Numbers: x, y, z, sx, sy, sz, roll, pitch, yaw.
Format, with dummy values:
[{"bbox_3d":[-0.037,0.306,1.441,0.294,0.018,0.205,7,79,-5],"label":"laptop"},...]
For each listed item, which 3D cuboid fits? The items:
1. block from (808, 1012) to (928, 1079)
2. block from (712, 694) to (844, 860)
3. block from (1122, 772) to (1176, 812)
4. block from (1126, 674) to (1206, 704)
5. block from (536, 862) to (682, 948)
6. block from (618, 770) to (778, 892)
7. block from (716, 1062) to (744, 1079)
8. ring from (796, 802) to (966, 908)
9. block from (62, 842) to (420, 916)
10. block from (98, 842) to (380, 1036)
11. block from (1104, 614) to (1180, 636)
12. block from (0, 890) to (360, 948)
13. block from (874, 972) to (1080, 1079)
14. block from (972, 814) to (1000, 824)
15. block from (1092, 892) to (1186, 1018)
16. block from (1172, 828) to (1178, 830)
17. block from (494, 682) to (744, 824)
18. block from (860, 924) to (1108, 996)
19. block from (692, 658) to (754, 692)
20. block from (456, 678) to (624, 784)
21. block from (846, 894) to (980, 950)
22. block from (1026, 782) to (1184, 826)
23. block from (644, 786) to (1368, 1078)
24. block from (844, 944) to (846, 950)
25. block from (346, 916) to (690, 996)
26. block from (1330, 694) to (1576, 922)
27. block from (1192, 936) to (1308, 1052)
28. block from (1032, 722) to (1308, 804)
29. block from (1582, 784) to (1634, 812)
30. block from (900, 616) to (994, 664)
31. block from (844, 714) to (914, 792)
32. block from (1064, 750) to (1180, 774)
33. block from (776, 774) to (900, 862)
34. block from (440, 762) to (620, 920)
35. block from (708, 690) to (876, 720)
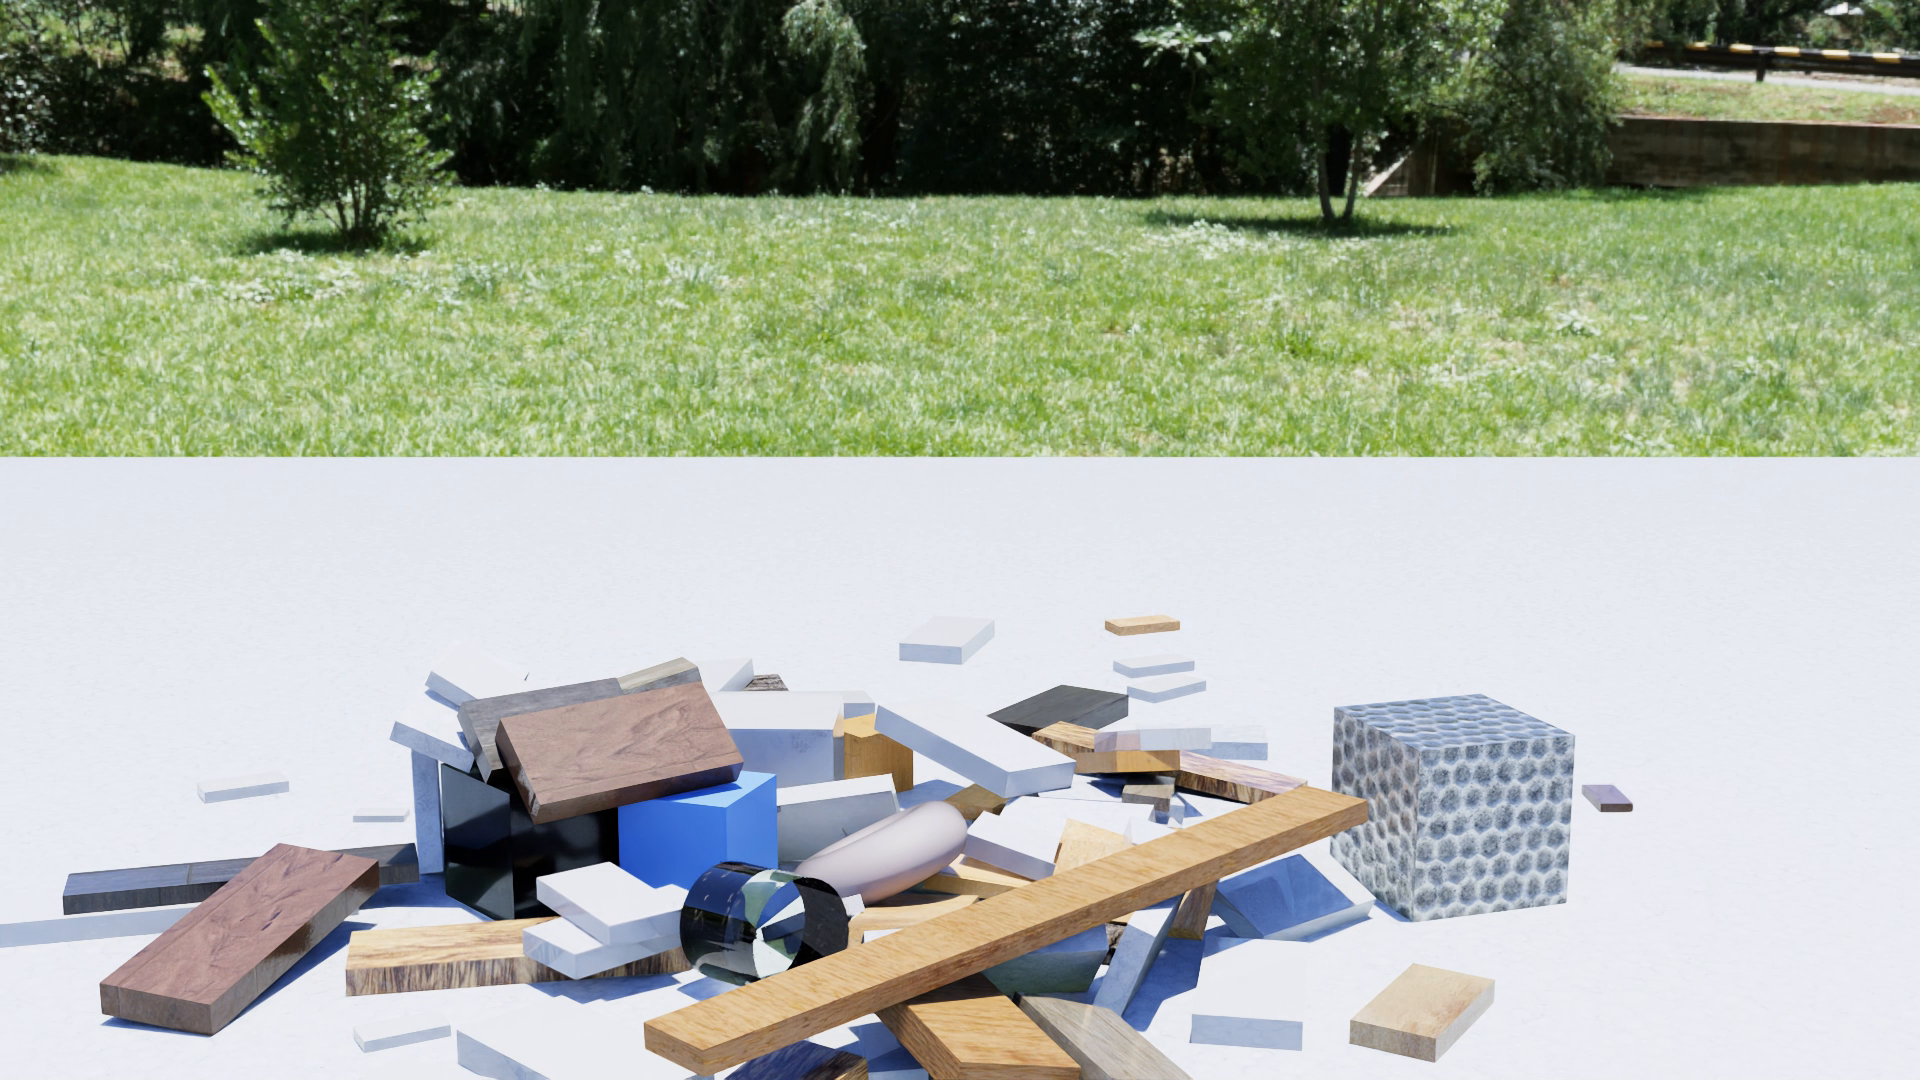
[{"bbox_3d":[-0.133,0.691,3.016,0.137,0.039,0.274,-2,11,-10],"label":"block"},{"bbox_3d":[-0.335,0.420,3.932,0.237,0.237,0.237,0,11,1],"label":"block"},{"bbox_3d":[0.347,0.462,4.035,0.086,0.024,0.173,7,8,8],"label":"block"},{"bbox_3d":[0.467,0.335,4.973,0.172,0.024,0.086,-9,14,-41],"label":"block"},{"bbox_3d":[-0.530,0.551,3.329,0.125,0.035,0.249,-8,14,-35],"label":"block"},{"bbox_3d":[-0.431,0.498,3.635,0.194,0.194,0.194,4,11,19],"label":"block"},{"bbox_3d":[-0.286,0.702,2.946,0.061,0.017,0.122,1,23,8],"label":"block"},{"bbox_3d":[-0.131,0.516,3.536,0.308,0.103,0.308,-26,-2,-1],"label":"ring"},{"bbox_3d":[-1.164,0.550,3.582,0.545,0.032,0.113,-3,11,-17],"label":"block"},{"bbox_3d":[-1.074,0.592,3.317,0.178,0.050,0.466,7,19,14],"label":"block"},{"bbox_3d":[0.465,0.217,5.609,0.172,0.024,0.086,-4,11,-23],"label":"block"},{"bbox_3d":[-1.637,0.611,3.451,1.338,0.039,0.138,-3,11,-16],"label":"block"},{"bbox_3d":[0.001,0.639,2.896,0.172,0.049,0.345,9,9,-27],"label":"block"},{"bbox_3d":[0.133,0.514,4.021,0.212,0.020,0.071,-5,12,-27],"label":"block"},{"bbox_3d":[0.272,0.588,3.245,0.043,0.153,0.306,24,16,11],"label":"block"},{"bbox_3d":[0.385,0.546,3.834,0.092,0.026,0.184,-5,12,-25],"label":"block"},{"bbox_3d":[-0.549,0.340,3.556,0.356,0.050,0.178,-9,50,-33],"label":"block"},{"bbox_3d":[0.027,0.607,3.166,0.345,0.049,0.172,-2,-30,-9],"label":"block"},{"bbox_3d":[-0.582,0.333,4.829,0.169,0.048,0.338,-4,12,12],"label":"block"},{"bbox_3d":[-0.668,0.311,3.608,0.276,0.039,0.138,-8,53,-35],"label":"block"},{"bbox_3d":[-0.068,0.589,3.376,0.155,0.044,0.311,-1,-1,8],"label":"block"},{"bbox_3d":[0.265,0.482,4.054,0.269,0.038,0.133,5,8,-10],"label":"block"},{"bbox_3d":[0.127,0.521,3.102,1.294,0.035,0.125,-12,14,-41],"label":"block"},{"bbox_3d":[-0.075,0.631,3.297,0.184,0.026,0.092,0,9,-15],"label":"block"},{"bbox_3d":[-0.670,0.627,3.351,0.504,0.044,0.155,-2,12,-11],"label":"block"},{"bbox_3d":[0.819,0.441,3.686,0.286,0.286,0.286,-3,11,-18],"label":"block"},{"bbox_3d":[0.424,0.655,3.198,0.153,0.043,0.306,2,11,10],"label":"block"},{"bbox_3d":[0.403,0.438,4.299,0.548,0.032,0.113,11,15,31],"label":"block"},{"bbox_3d":[1.225,0.489,4.165,0.061,0.017,0.121,0,11,-1],"label":"block"},{"bbox_3d":[-0.029,0.245,5.407,0.156,0.044,0.312,3,11,15],"label":"block"},{"bbox_3d":[-0.178,0.419,4.249,0.125,0.125,0.125,-9,14,-39],"label":"block"},{"bbox_3d":[0.289,0.419,4.148,0.133,0.038,0.266,1,-7,-25],"label":"block"},{"bbox_3d":[-0.242,0.481,3.767,0.276,0.138,0.039,-8,39,4],"label":"block"},{"bbox_3d":[-0.697,0.481,3.634,0.226,0.226,0.226,-9,14,-40],"label":"block"},{"bbox_3d":[-0.354,0.345,4.566,0.337,0.039,0.138,1,6,-12],"label":"block"}]
